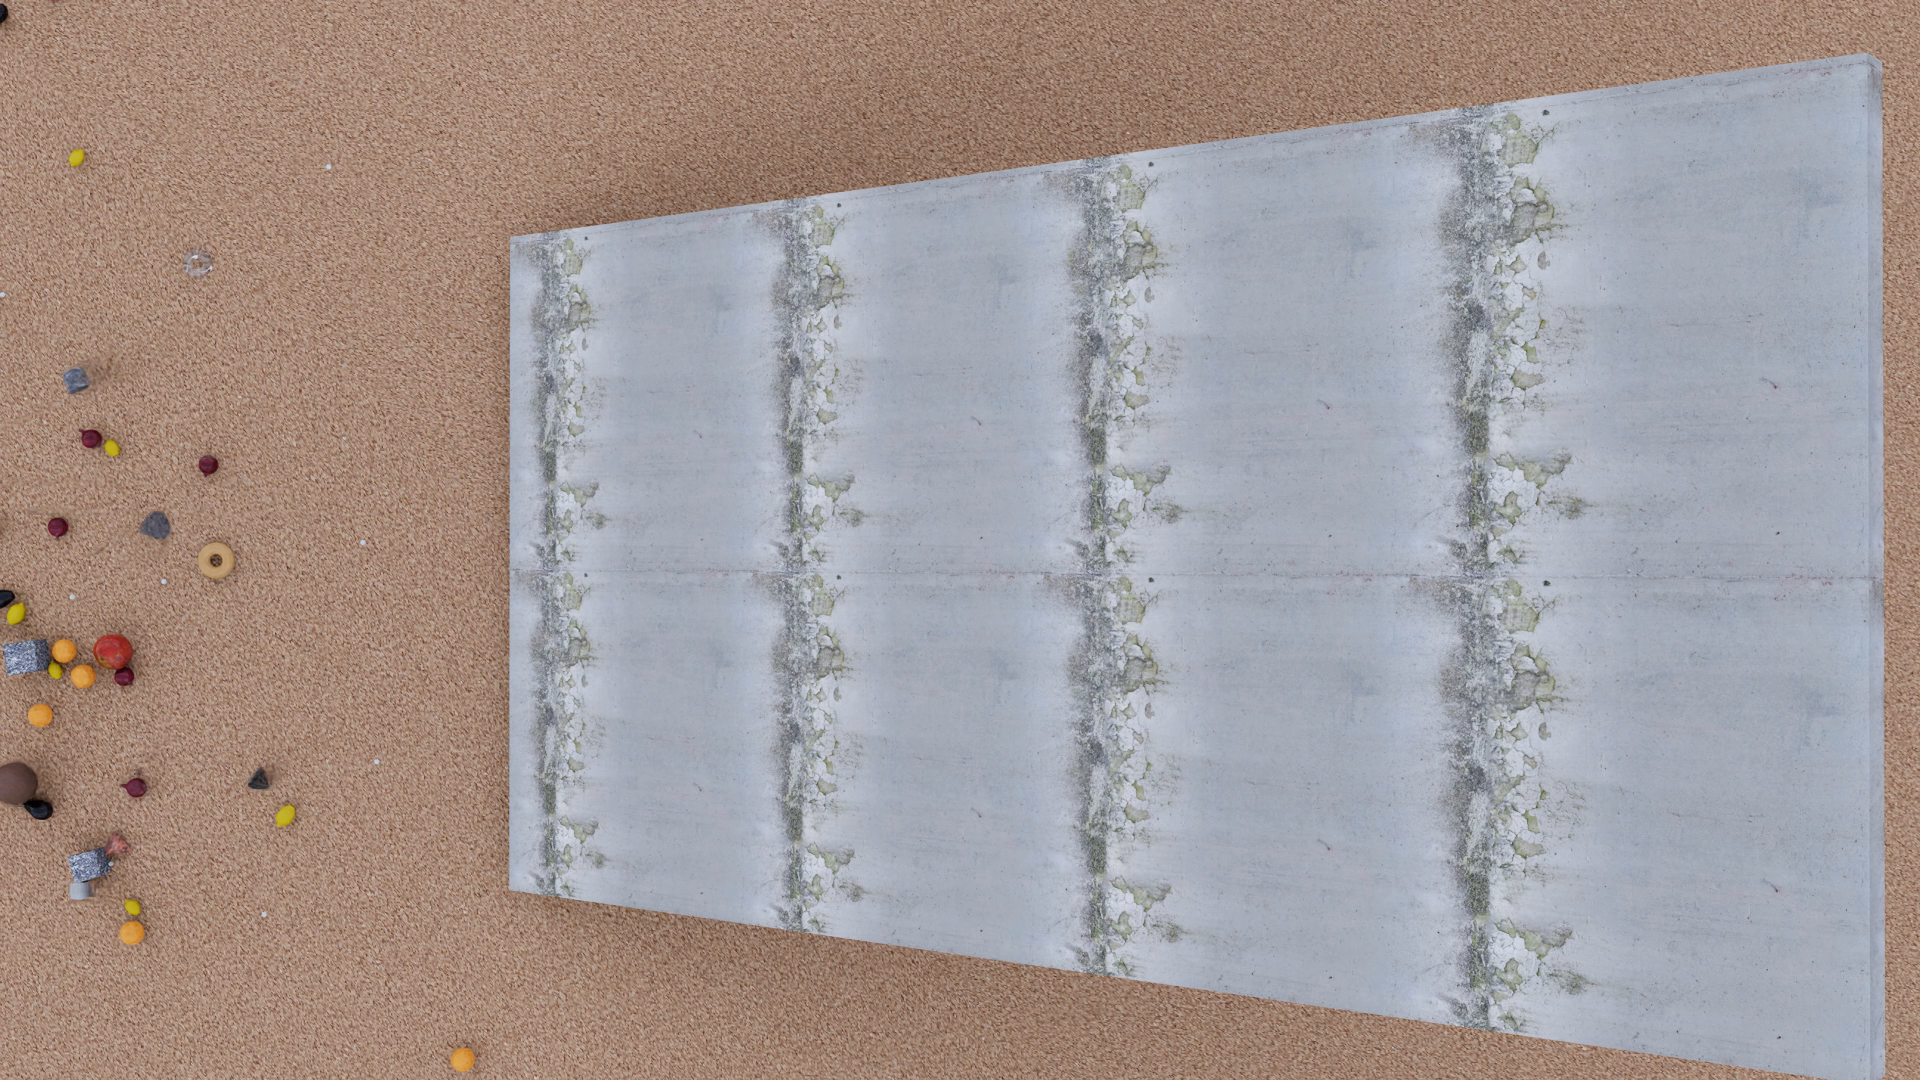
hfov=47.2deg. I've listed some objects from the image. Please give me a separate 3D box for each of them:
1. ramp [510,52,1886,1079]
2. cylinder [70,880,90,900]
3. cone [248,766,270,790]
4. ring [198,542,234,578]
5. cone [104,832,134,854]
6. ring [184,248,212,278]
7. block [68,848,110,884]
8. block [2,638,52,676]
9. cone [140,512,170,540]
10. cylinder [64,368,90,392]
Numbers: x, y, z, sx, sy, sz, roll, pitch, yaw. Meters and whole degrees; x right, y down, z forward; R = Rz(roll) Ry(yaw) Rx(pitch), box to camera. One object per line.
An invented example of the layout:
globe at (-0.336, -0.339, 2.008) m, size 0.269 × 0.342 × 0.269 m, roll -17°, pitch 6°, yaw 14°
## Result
ramp at (0.221, 0.063, 5.538) m, size 4.000 × 0.100 × 2.000 m, roll 0°, pitch 90°, yaw 38°
cylinder at (-2.714, 1.079, 6.783) m, size 0.053 × 0.053 × 0.053 m, roll 7°, pitch 76°, yaw 0°
cone at (-2.163, 0.728, 6.797) m, size 0.066 × 0.066 × 0.066 m, roll -2°, pitch 63°, yaw 0°
ring at (-2.298, 0.063, 6.798) m, size 0.114 × 0.038 × 0.114 m, roll 0°, pitch 90°, yaw -1°
cone at (-2.589, 0.948, 6.793) m, size 0.076 × 0.076 × 0.076 m, roll 28°, pitch 90°, yaw -26°
ring at (-2.359, -0.856, 6.807) m, size 0.092 × 0.031 × 0.092 m, roll 0°, pitch 91°, yaw 1°
block at (-2.679, 1.000, 6.769) m, size 0.082 × 0.082 × 0.082 m, roll -15°, pitch 90°, yaw 0°
block at (-2.871, 0.360, 6.766) m, size 0.096 × 0.096 × 0.096 m, roll -9°, pitch 90°, yaw 0°
cone at (-2.507, -0.033, 6.797) m, size 0.088 × 0.088 × 0.088 m, roll -15°, pitch 90°, yaw 26°
cylinder at (-2.726, -0.494, 6.789) m, size 0.061 × 0.061 × 0.061 m, roll -23°, pitch 94°, yaw 0°
